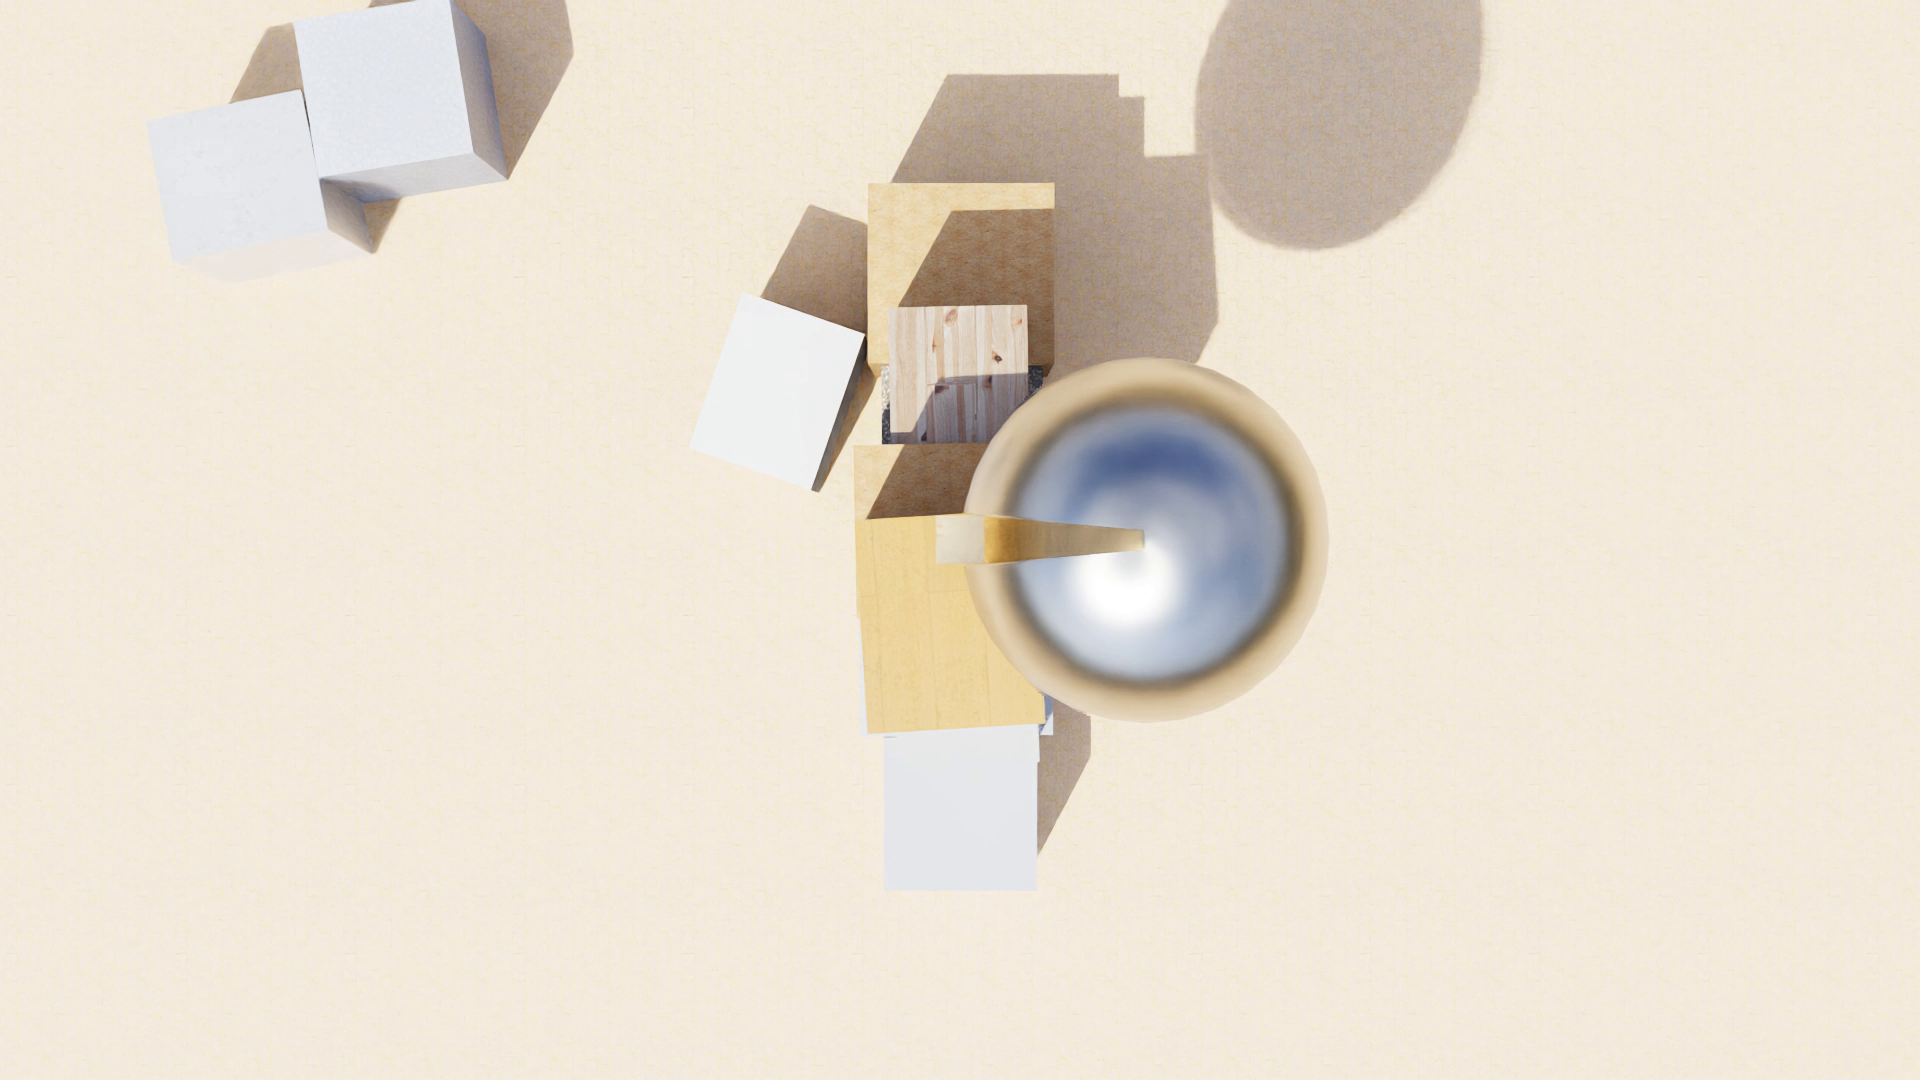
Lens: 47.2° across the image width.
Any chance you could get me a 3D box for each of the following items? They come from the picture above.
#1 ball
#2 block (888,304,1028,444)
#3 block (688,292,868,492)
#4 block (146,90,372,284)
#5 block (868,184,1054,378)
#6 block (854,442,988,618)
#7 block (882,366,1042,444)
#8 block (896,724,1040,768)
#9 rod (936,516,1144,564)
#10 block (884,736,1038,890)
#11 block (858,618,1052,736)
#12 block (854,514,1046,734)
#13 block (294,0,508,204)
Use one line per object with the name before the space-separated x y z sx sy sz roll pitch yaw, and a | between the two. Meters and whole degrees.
ball | 0.804 0.000 9.600 1.600 1.600 1.600 0 90 0
block | -0.005 -0.862 11.612 0.709 0.754 0.702 -1 93 0
block | -1.021 -0.829 12.619 0.720 0.761 0.919 19 90 0
block | -3.972 -1.992 12.536 0.873 0.905 0.791 -11 88 0
block | 0.006 -1.454 12.492 1.017 1.017 0.981 0 90 0
block | -0.109 -0.048 11.567 0.848 0.800 0.882 -1 90 0
block | 0.012 -0.512 12.577 0.892 0.846 0.903 0 90 0
block | 0.031 0.782 11.562 0.717 0.809 0.719 -2 90 0
rod | 0.348 0.000 6.231 0.080 5.200 0.080 0 90 8
block | 0.002 1.517 12.585 0.849 0.831 0.848 0 90 0
block | -0.025 0.505 12.483 1.049 1.033 1.121 -1 90 0
block | -0.047 0.390 10.731 0.836 0.855 1.003 -4 89 0
block | -3.165 -2.488 12.534 0.862 0.932 0.872 -9 90 0
